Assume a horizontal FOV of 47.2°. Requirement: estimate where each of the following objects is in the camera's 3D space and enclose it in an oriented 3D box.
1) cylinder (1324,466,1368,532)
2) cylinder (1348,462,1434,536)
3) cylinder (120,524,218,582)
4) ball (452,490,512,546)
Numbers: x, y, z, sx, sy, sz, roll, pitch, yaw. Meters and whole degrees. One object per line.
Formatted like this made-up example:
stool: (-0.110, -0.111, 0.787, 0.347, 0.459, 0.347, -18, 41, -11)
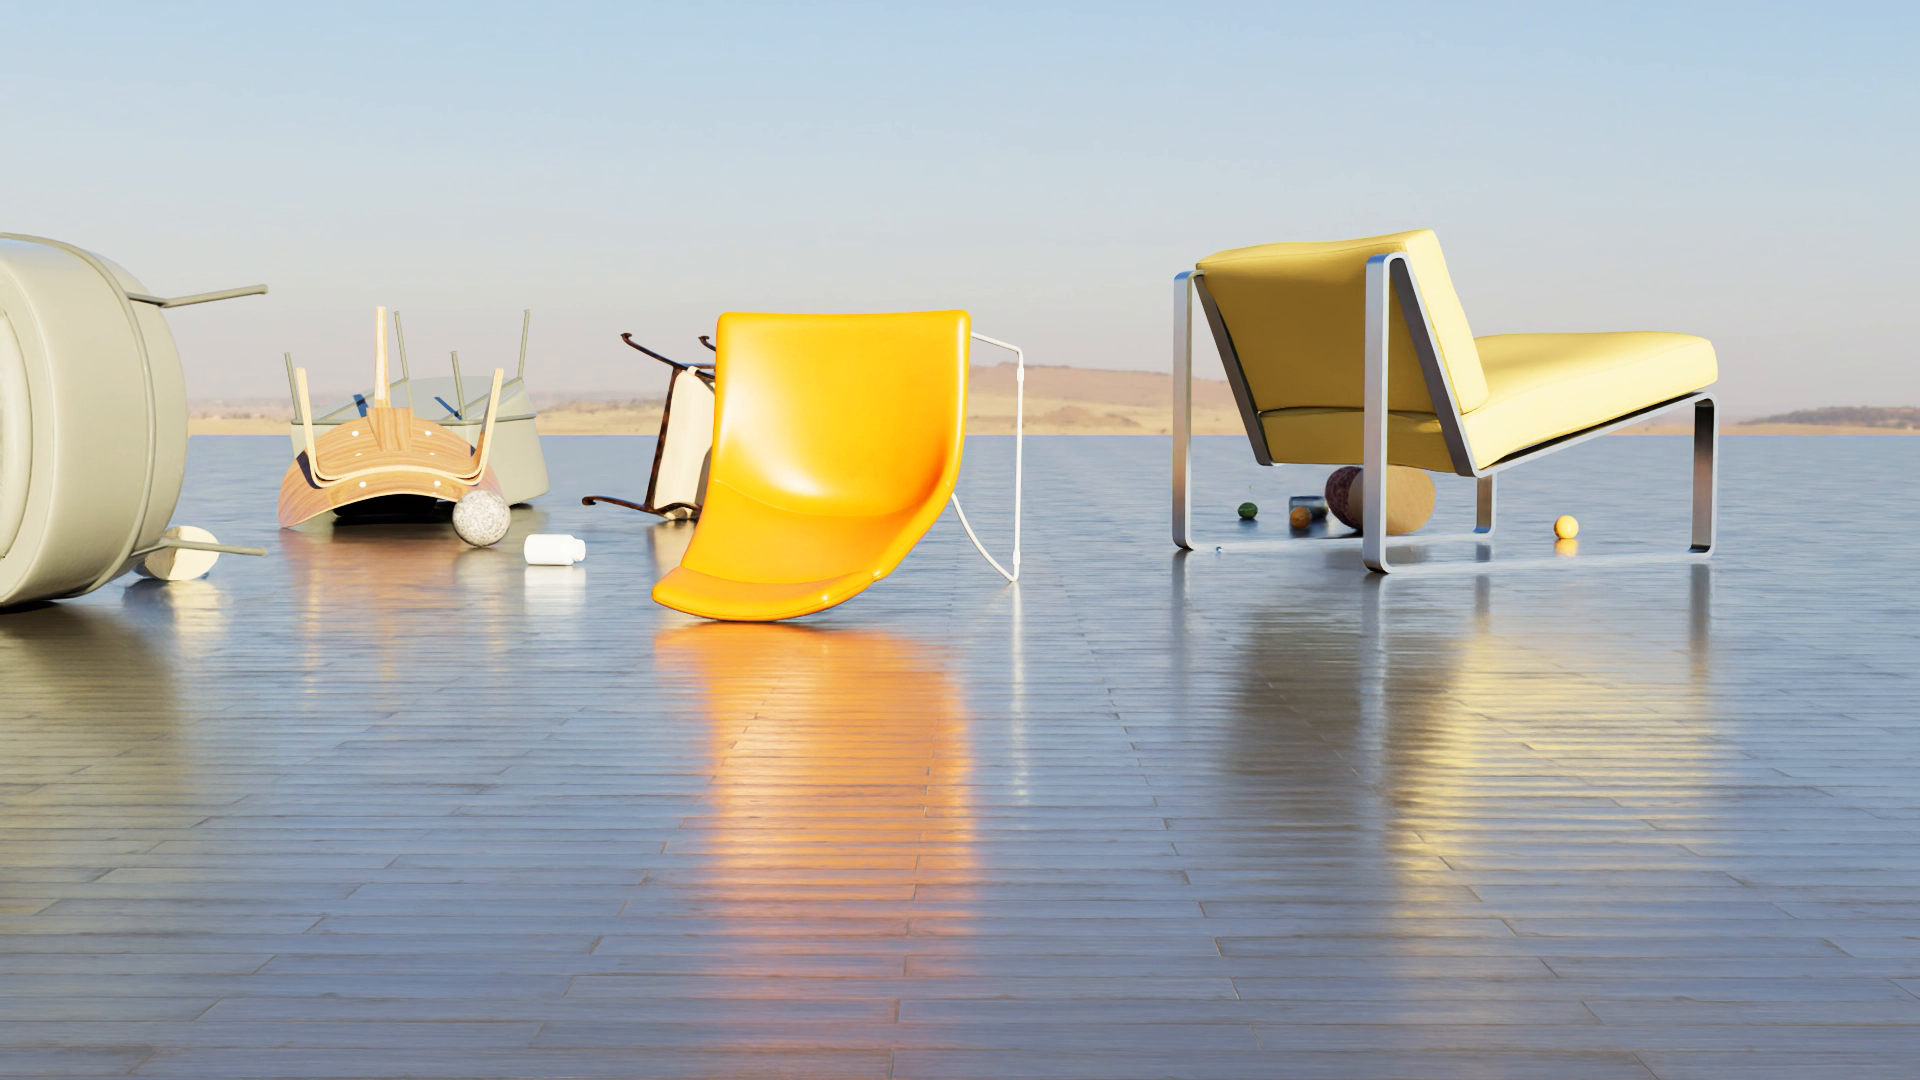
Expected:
cylinder: (1.274, -0.128, 6.939, 0.235, 0.184, 0.105, 36, -4, -13)
cylinder: (1.335, -0.129, 6.808, 0.230, 0.221, 0.133, -27, 11, -14)
cylinder: (-1.870, 0.028, 5.205, 0.180, 0.128, 0.148, -12, 10, -39)
ball: (-1.360, -0.063, 6.253, 0.165, 0.165, 0.165, 0, 4, 0)
